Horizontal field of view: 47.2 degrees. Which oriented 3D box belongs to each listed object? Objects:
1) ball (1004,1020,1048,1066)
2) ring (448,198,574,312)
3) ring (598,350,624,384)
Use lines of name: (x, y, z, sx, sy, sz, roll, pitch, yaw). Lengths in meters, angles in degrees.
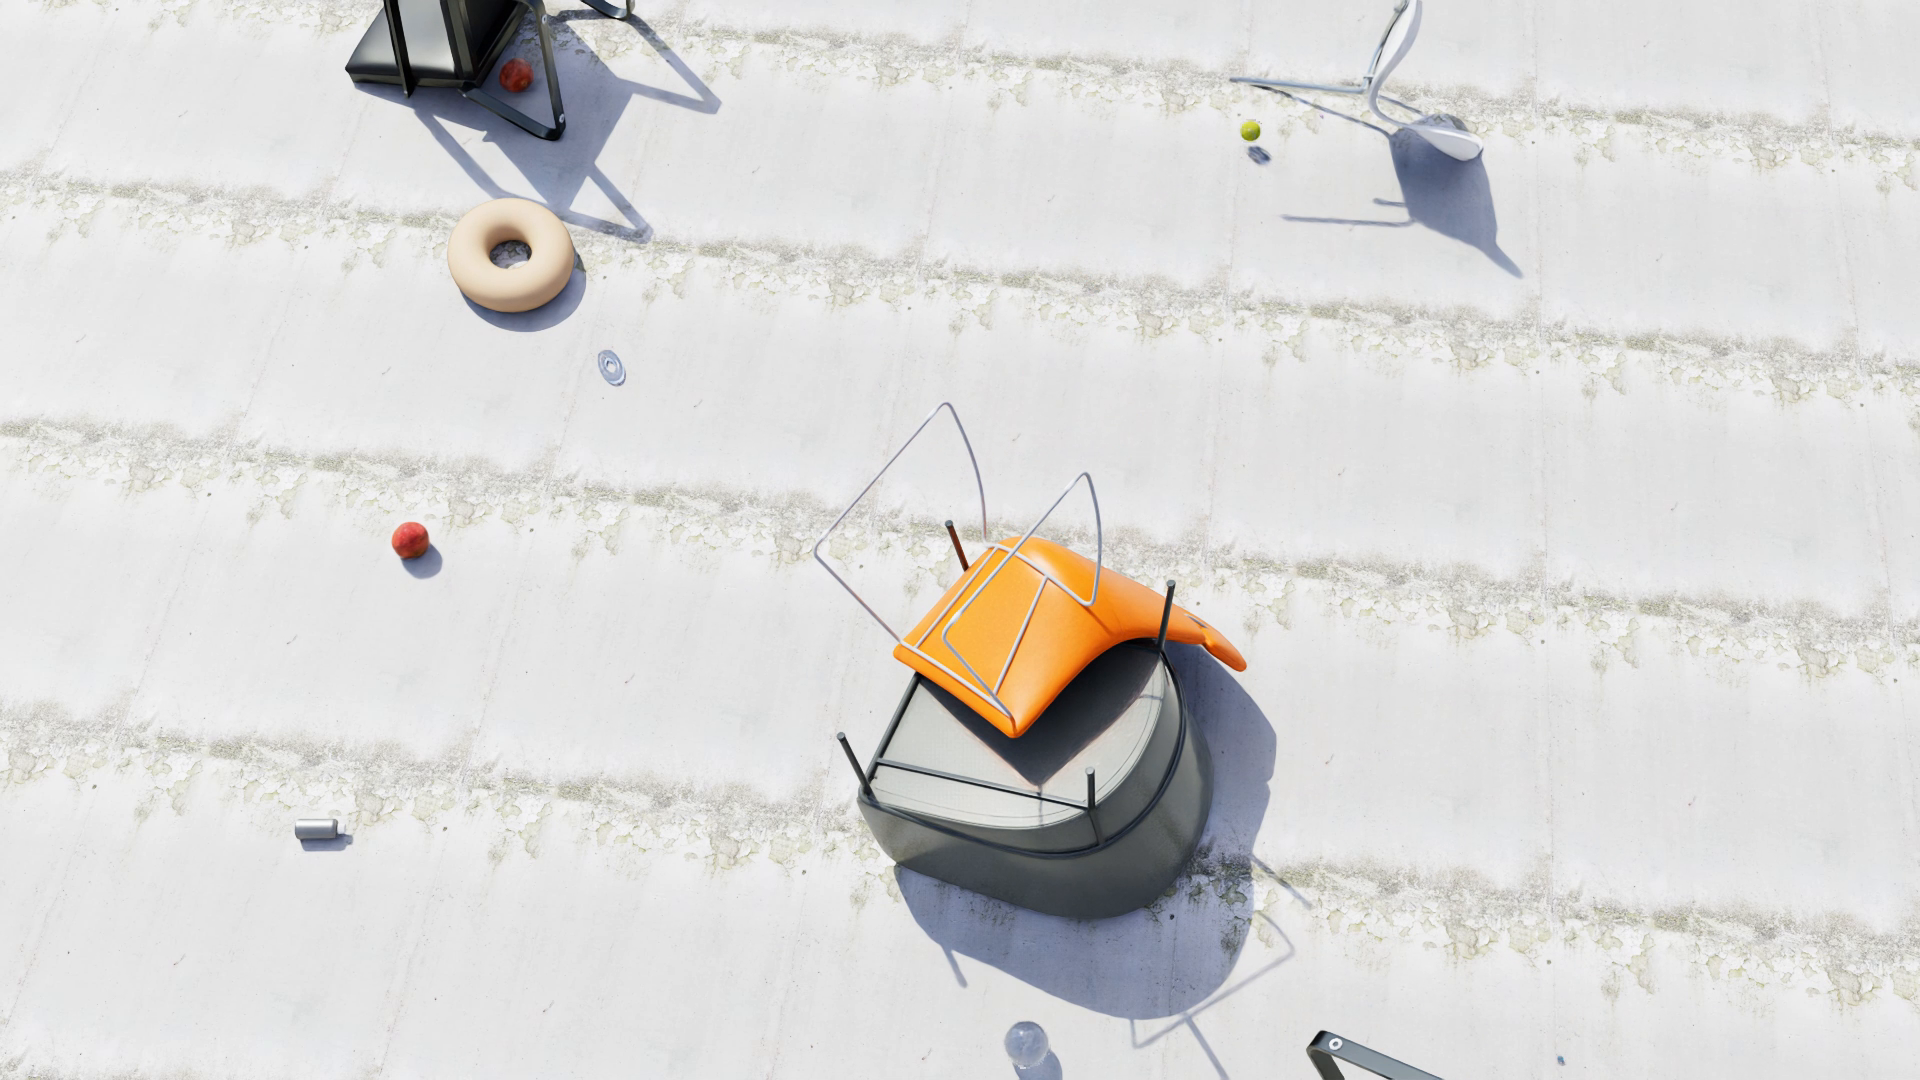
ball: (0.170, 1.290, 5.639, 0.115, 0.115, 0.115, 0, 56, 0)
ring: (-1.455, -0.925, 7.125, 0.403, 0.119, 0.465, -22, 60, -13)
ring: (-1.101, -0.547, 6.930, 0.075, 0.018, 0.148, -20, 59, -12)
